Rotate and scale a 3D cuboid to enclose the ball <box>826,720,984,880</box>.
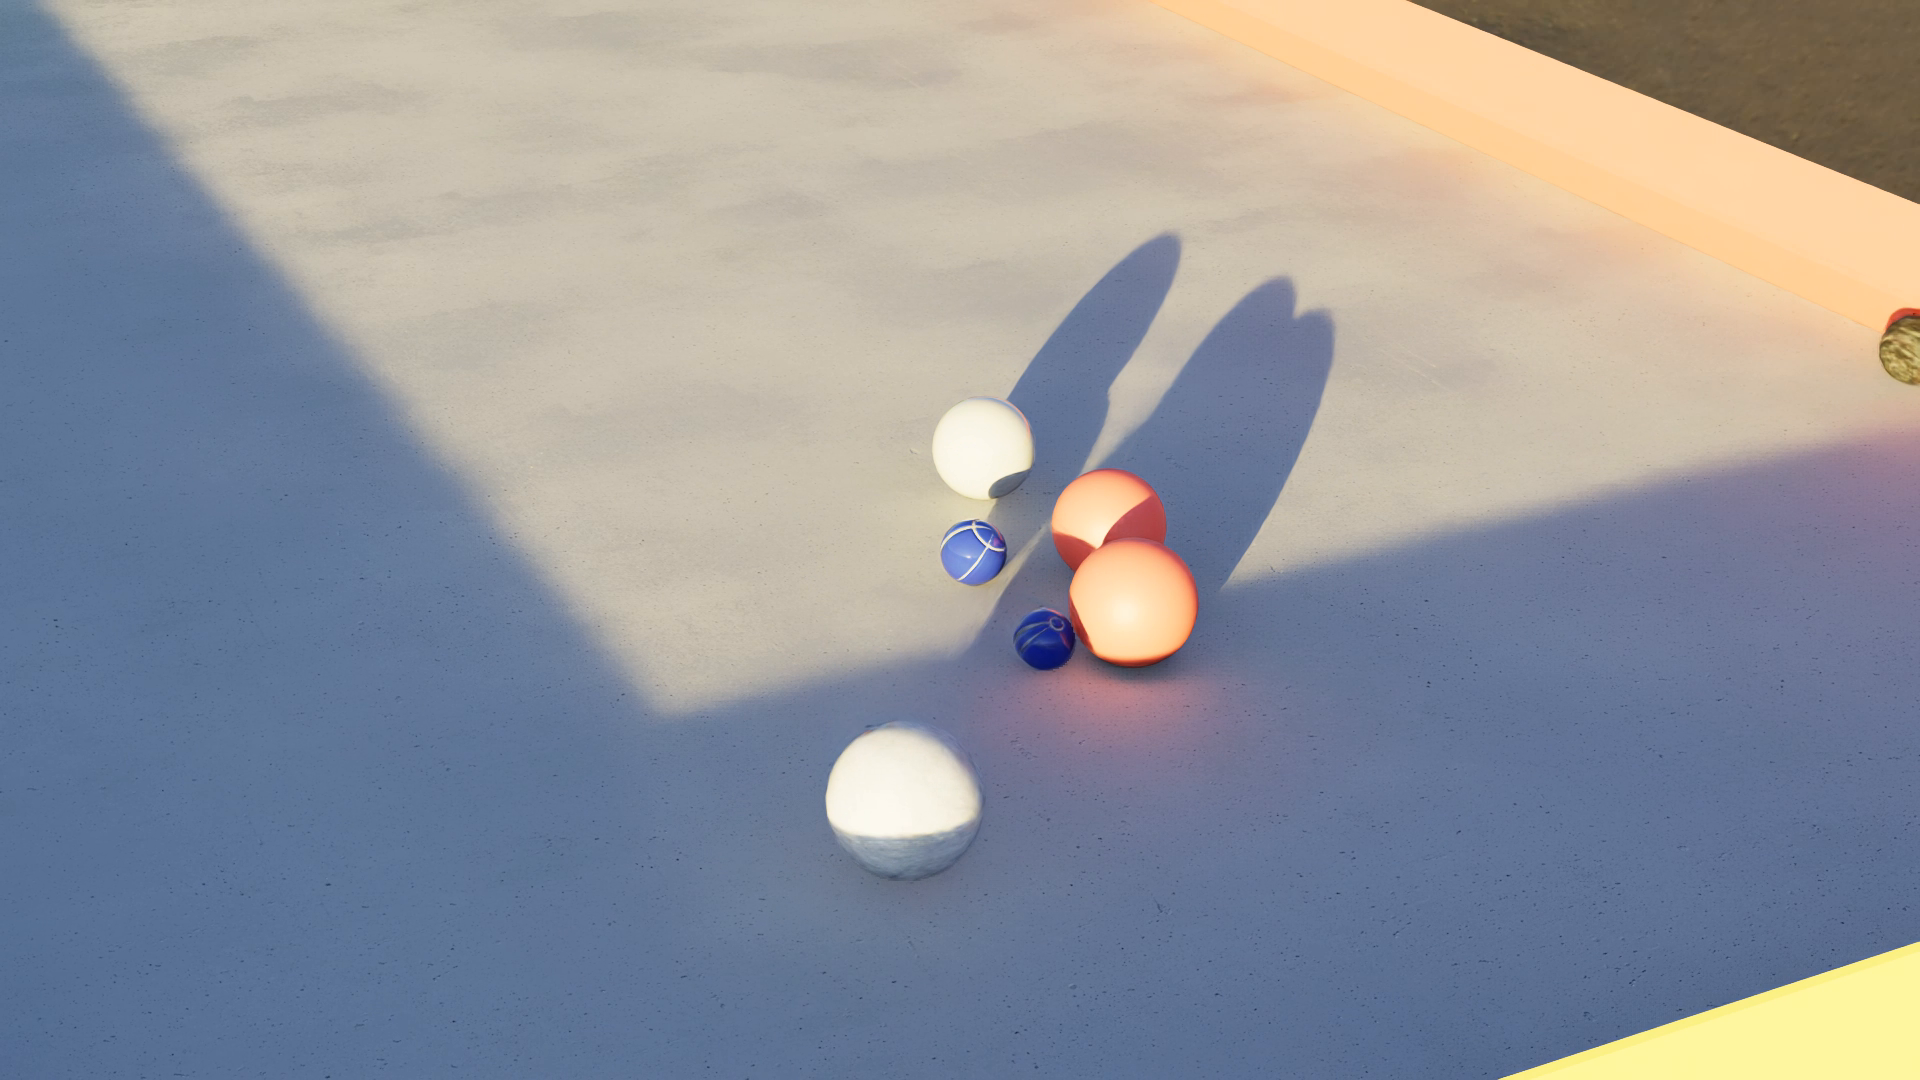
[{"bbox_3d":[-0.032,0.154,1.743,0.094,0.094,0.094,0,25,0],"label":"ball"}]

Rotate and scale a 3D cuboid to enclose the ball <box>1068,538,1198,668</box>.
[{"bbox_3d":[0.117,0.042,1.990,0.088,0.088,0.088,0,25,0],"label":"ball"}]

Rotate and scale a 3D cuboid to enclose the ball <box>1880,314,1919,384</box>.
[{"bbox_3d":[0.798,-0.159,2.457,0.058,0.058,0.058,0,25,0],"label":"ball"}]

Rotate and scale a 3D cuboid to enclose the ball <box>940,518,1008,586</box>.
[{"bbox_3d":[0.010,0.009,2.109,0.048,0.048,0.048,0,25,0],"label":"ball"}]

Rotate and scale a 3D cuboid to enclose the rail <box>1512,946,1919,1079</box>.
[{"bbox_3d":[0.355,0.272,1.454,1.899,0.122,0.045,-12,28,-24],"label":"rail"}]

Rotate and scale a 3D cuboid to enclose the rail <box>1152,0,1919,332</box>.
[{"bbox_3d":[0.459,-0.506,3.120,0.045,0.122,3.232,-12,28,-24],"label":"rail"}]

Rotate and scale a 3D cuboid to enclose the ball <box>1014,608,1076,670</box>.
[{"bbox_3d":[0.057,0.067,1.992,0.042,0.042,0.042,0,25,0],"label":"ball"}]

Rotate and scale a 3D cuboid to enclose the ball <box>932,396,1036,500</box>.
[{"bbox_3d":[0.018,-0.070,2.240,0.080,0.080,0.080,0,25,0],"label":"ball"}]

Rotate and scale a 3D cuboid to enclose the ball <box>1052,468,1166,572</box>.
[{"bbox_3d":[0.107,-0.010,2.109,0.083,0.083,0.083,0,25,0],"label":"ball"}]
